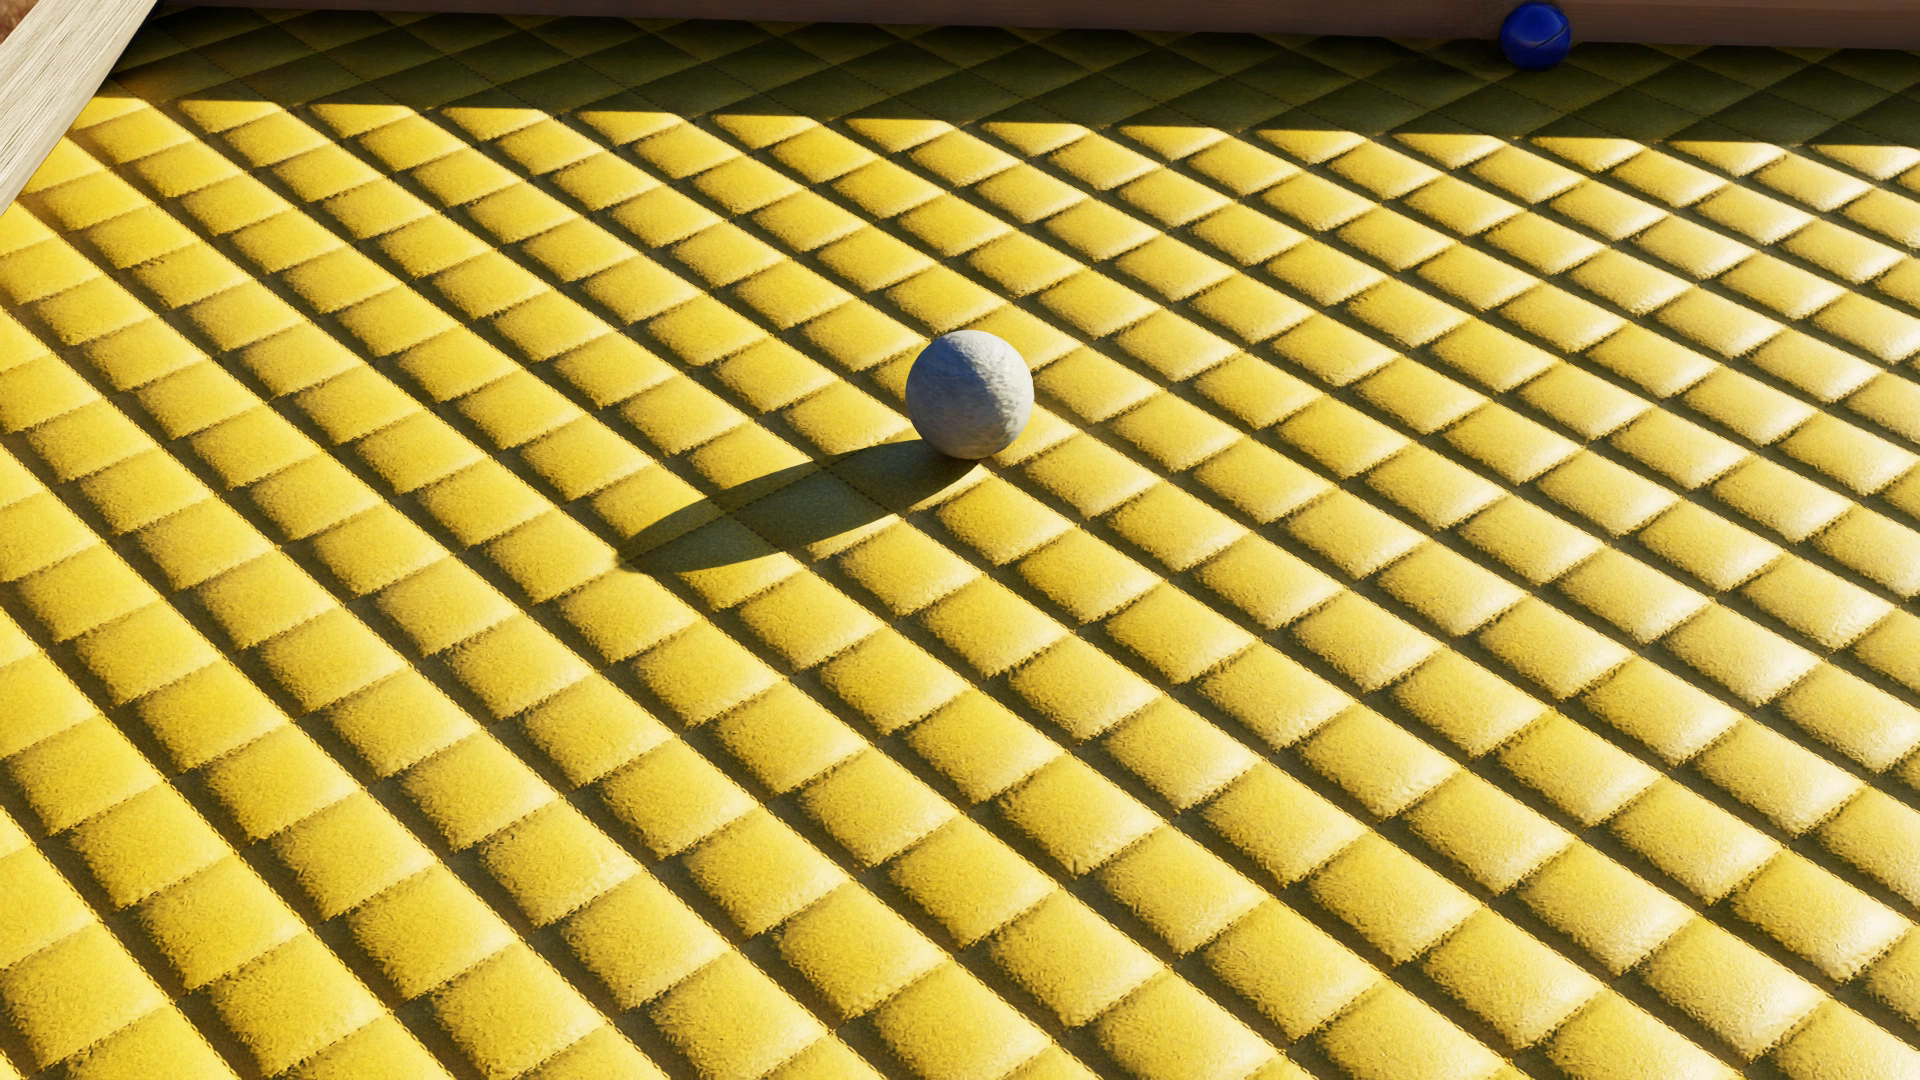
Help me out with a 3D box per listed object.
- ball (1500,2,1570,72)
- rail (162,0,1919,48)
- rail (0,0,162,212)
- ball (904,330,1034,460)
[{"bbox_3d":[0.545,-0.478,2.434,0.064,0.064,0.064,0,35,0],"label":"ball"},{"bbox_3d":[0.913,-0.514,2.433,3.439,0.124,0.045,2,36,3],"label":"rail"},{"bbox_3d":[-0.834,-0.051,1.783,0.045,0.124,1.854,2,36,3],"label":"rail"},{"bbox_3d":[0.007,-0.107,1.887,0.095,0.095,0.095,0,35,0],"label":"ball"}]
